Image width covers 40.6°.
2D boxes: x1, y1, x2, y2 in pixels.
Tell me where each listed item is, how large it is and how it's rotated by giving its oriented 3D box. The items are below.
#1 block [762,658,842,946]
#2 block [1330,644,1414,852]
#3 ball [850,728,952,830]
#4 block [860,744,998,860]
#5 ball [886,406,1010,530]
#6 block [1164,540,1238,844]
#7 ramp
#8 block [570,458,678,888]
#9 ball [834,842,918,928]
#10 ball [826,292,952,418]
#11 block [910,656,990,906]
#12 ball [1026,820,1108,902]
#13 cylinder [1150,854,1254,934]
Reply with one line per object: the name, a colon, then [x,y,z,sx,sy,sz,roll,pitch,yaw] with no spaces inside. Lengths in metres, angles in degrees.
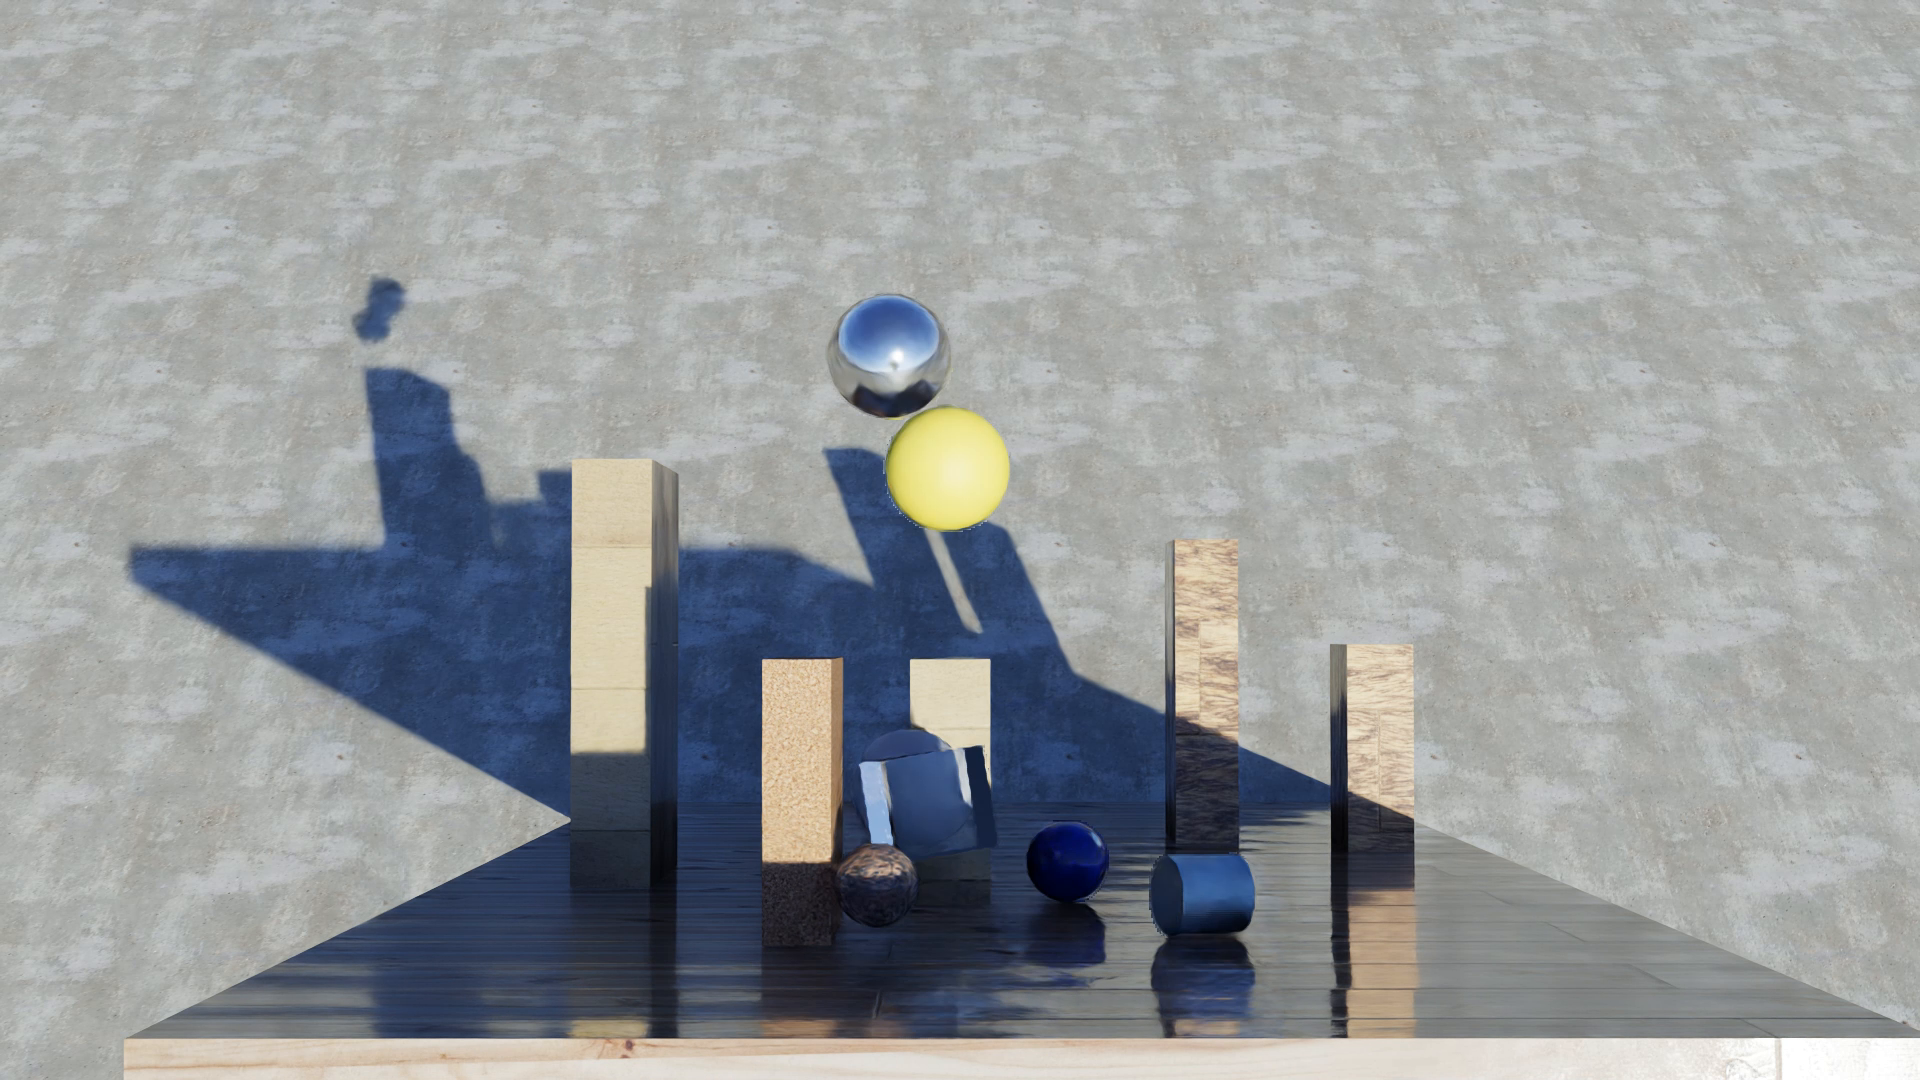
block: [-0.234,0.382,3.903,0.099,0.409,0.365,0,-2,0]
block: [0.859,0.429,5.432,0.135,0.422,0.249,0,-2,0]
ball: [-0.081,0.398,4.179,0.188,0.188,0.188,0,36,0]
block: [-0.049,0.403,3.973,0.154,0.154,0.154,-8,-4,-17]
ball: [-0.013,-0.073,2.663,0.128,0.128,0.128,0,36,0]
block: [0.525,0.326,5.667,0.134,0.646,0.274,0,-2,0]
ramp: [0.078,0.671,4.861,2.000,0.100,4.000,0,-2,0]
block: [-0.615,0.241,4.799,0.141,0.754,0.440,0,-2,0]
ball: [-0.118,0.489,3.686,0.119,0.119,0.119,0,36,0]
ball: [-0.084,-0.219,3.085,0.148,0.148,0.148,0,36,0]
block: [-0.016,0.406,4.484,0.132,0.403,0.423,0,-2,0]
ball: [0.178,0.534,4.324,0.134,0.134,0.134,0,36,0]
cylinder: [0.355,0.519,3.808,0.114,0.114,0.114,1,34,-21]
